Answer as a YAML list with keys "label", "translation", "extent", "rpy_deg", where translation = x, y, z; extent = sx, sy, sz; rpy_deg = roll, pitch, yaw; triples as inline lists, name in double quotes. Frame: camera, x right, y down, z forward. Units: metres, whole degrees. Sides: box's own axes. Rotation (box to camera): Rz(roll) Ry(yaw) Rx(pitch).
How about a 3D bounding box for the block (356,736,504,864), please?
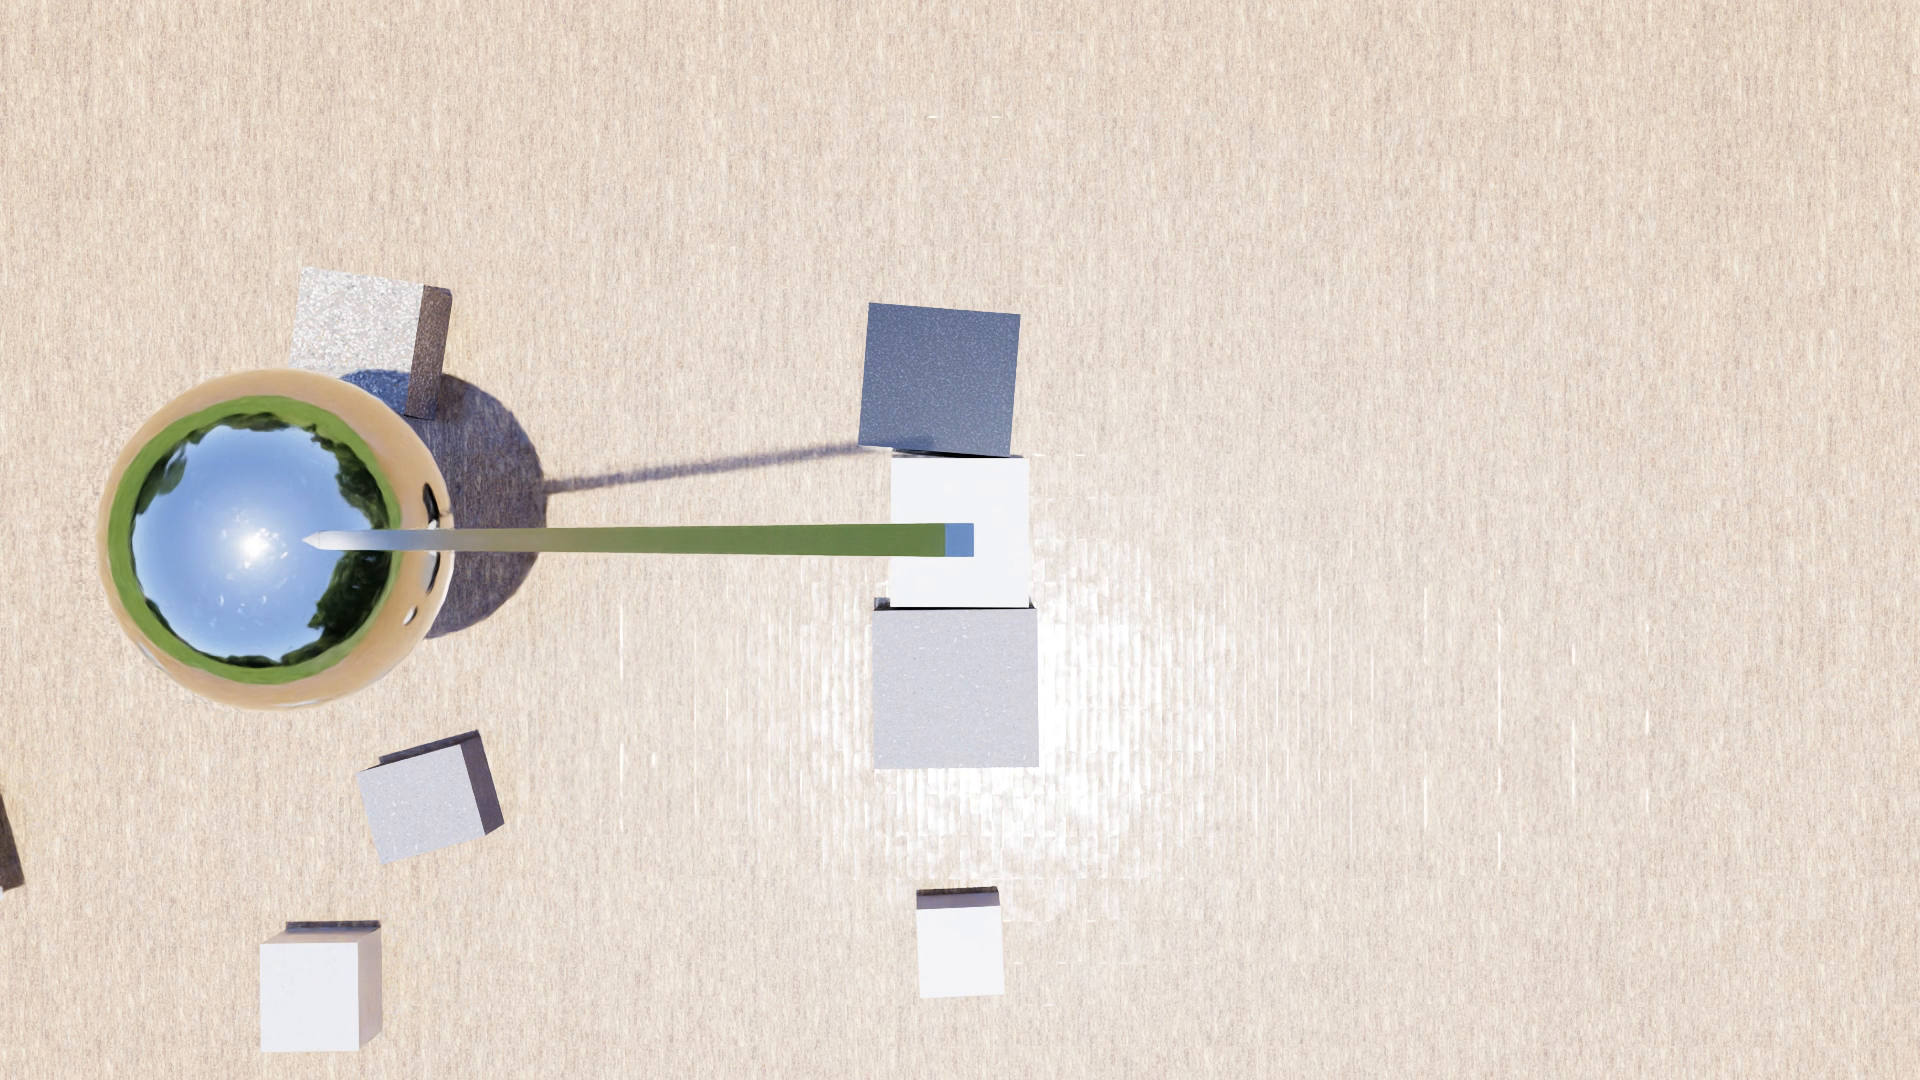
- label: "block"
  translation: [-3.058, 1.499, 12.730]
  extent: [0.615, 0.540, 0.539]
  rpy_deg: [-16, 90, 0]

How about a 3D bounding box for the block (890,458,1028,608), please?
- label: "block"
  translation: [-0.001, -0.041, 12.664]
  extent: [0.773, 0.672, 0.832]
  rpy_deg: [0, 90, 0]

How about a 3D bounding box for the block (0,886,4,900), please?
- label: "block"
  translation: [-6.008, 1.889, 12.543]
  extent: [0.592, 0.688, 0.612]
  rpy_deg: [-14, 92, 32]

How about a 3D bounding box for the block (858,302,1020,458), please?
- label: "block"
  translation: [-0.115, -0.894, 12.628]
  extent: [0.850, 0.743, 0.799]
  rpy_deg: [4, 90, 0]

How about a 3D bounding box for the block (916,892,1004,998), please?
- label: "block"
  translation: [0.002, 2.344, 12.753]
  extent: [0.480, 0.495, 0.501]
  rpy_deg: [-3, 90, 0]

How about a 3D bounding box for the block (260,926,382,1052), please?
- label: "block"
  translation: [-3.694, 2.597, 12.741]
  extent: [0.555, 0.517, 0.613]
  rpy_deg: [-1, 90, 0]

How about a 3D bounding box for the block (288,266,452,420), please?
- label: "block"
  translation: [-3.390, -1.118, 12.646]
  extent: [0.684, 0.709, 0.737]
  rpy_deg: [9, 90, 0]

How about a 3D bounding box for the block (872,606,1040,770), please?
- label: "block"
  translation: [-0.024, 0.831, 12.617]
  extent: [0.923, 0.767, 0.881]
  rpy_deg: [-1, 90, 0]

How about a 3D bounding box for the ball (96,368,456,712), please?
- label: "ball"
  translation: [-3.160, 0.000, 10.221]
  extent: [1.600, 1.600, 1.600]
  rpy_deg: [0, 90, 0]

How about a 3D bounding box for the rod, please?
- label: "rod"
  translation: [-1.369, 0.000, 7.330]
  extent: [0.080, 5.200, 0.080]
  rpy_deg: [0, 90, -32]
